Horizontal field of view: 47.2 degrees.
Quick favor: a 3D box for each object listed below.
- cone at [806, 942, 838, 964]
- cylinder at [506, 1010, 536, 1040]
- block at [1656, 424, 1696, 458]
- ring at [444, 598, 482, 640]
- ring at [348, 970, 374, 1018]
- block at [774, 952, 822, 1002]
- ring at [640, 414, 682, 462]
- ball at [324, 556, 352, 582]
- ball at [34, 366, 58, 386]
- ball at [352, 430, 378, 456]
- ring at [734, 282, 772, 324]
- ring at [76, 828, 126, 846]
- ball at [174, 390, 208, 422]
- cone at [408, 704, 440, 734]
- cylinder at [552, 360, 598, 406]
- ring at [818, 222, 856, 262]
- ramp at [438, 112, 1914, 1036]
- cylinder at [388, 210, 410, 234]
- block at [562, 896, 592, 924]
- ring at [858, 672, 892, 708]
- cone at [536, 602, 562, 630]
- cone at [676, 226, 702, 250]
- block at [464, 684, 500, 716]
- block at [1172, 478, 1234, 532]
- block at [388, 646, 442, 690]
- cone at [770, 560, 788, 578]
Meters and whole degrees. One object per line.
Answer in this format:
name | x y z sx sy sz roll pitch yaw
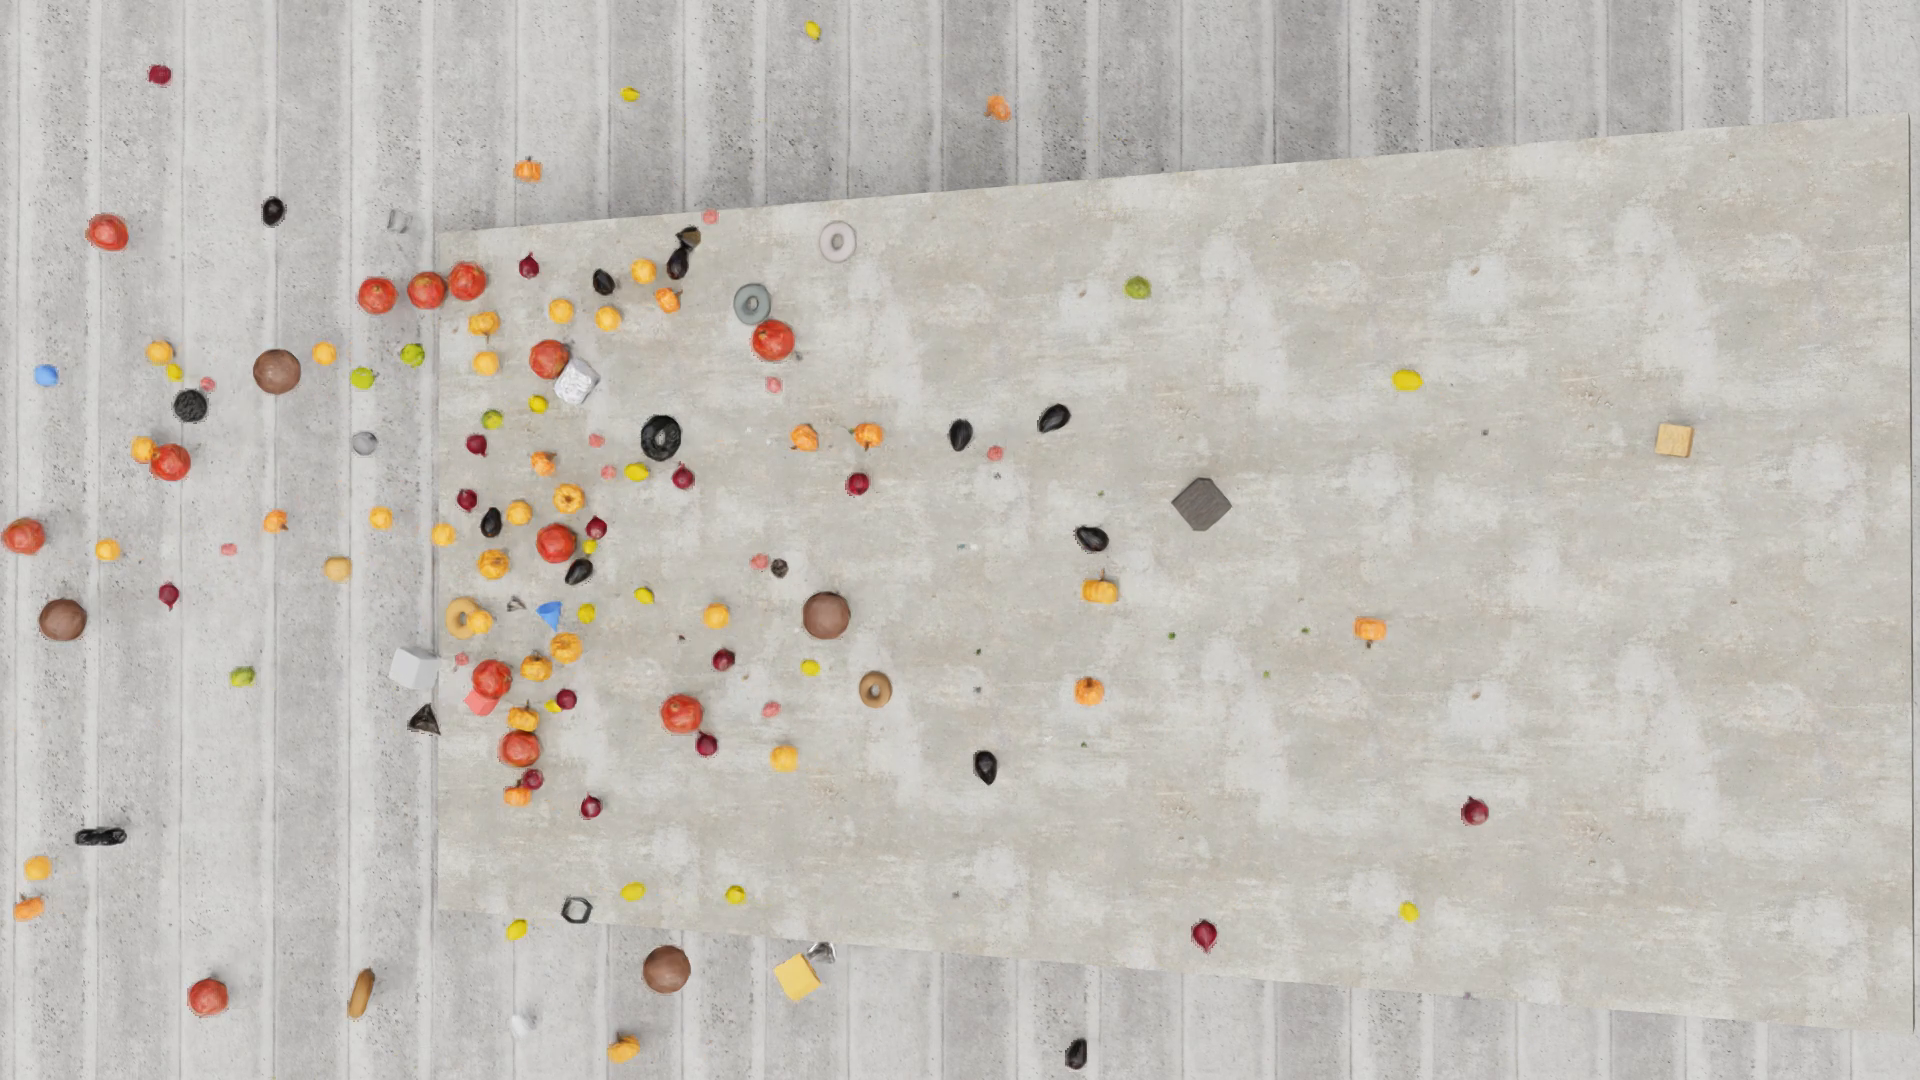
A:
cone | -0.403 1.201 6.561 0.095 0.095 0.095 11 63 0
cylinder | -1.302 1.439 6.520 0.066 0.066 0.066 -30 84 0
block | 1.609 -0.223 4.948 0.067 0.067 0.067 11 94 26
ring | -1.454 0.229 6.439 0.125 0.042 0.125 0 91 26
ring | -1.772 1.344 6.510 0.049 0.146 0.146 17 89 -12
block | -0.452 1.219 6.130 0.087 0.087 0.087 -33 65 -2
ring | -0.836 -0.285 6.141 0.131 0.044 0.131 -3 82 27
ball | -1.855 0.086 6.555 0.081 0.081 0.081 0 89 0
ball | -2.731 -0.490 6.569 0.065 0.065 0.065 0 89 0
ball | -1.776 -0.289 6.562 0.075 0.075 0.075 0 89 0
ring | -0.568 -0.647 6.022 0.115 0.038 0.115 0 91 25
ring | -2.540 0.878 6.501 0.143 0.143 0.048 -2 85 0
ball | -2.292 -0.399 6.553 0.096 0.096 0.096 0 89 0
cone | -1.560 0.545 6.474 0.090 0.090 0.090 -44 113 0
cylinder | -1.092 -0.447 6.240 0.094 0.094 0.094 38 105 0
ring | -0.330 -0.800 5.909 0.112 0.037 0.112 1 92 29
ramp | 0.281 0.081 5.680 4.000 0.100 2.000 0 89 26
cylinder | -1.673 -0.950 6.562 0.060 0.060 0.060 12 103 0
block | -1.085 1.049 6.226 0.056 0.056 0.056 13 99 -38
ring | -0.225 0.398 5.847 0.098 0.033 0.098 0 91 30
cone | -1.168 0.228 6.304 0.077 0.077 0.077 -12 113 0
cone | -0.769 -0.843 6.102 0.072 0.072 0.072 0 89 26
block | -1.389 0.465 6.393 0.062 0.062 0.062 43 107 20
block | 0.597 -0.088 5.422 0.093 0.093 0.093 -44 72 19
block | -1.606 0.376 6.481 0.095 0.095 0.095 23 100 26
cone | -0.503 0.079 5.974 0.053 0.053 0.053 0 89 26
